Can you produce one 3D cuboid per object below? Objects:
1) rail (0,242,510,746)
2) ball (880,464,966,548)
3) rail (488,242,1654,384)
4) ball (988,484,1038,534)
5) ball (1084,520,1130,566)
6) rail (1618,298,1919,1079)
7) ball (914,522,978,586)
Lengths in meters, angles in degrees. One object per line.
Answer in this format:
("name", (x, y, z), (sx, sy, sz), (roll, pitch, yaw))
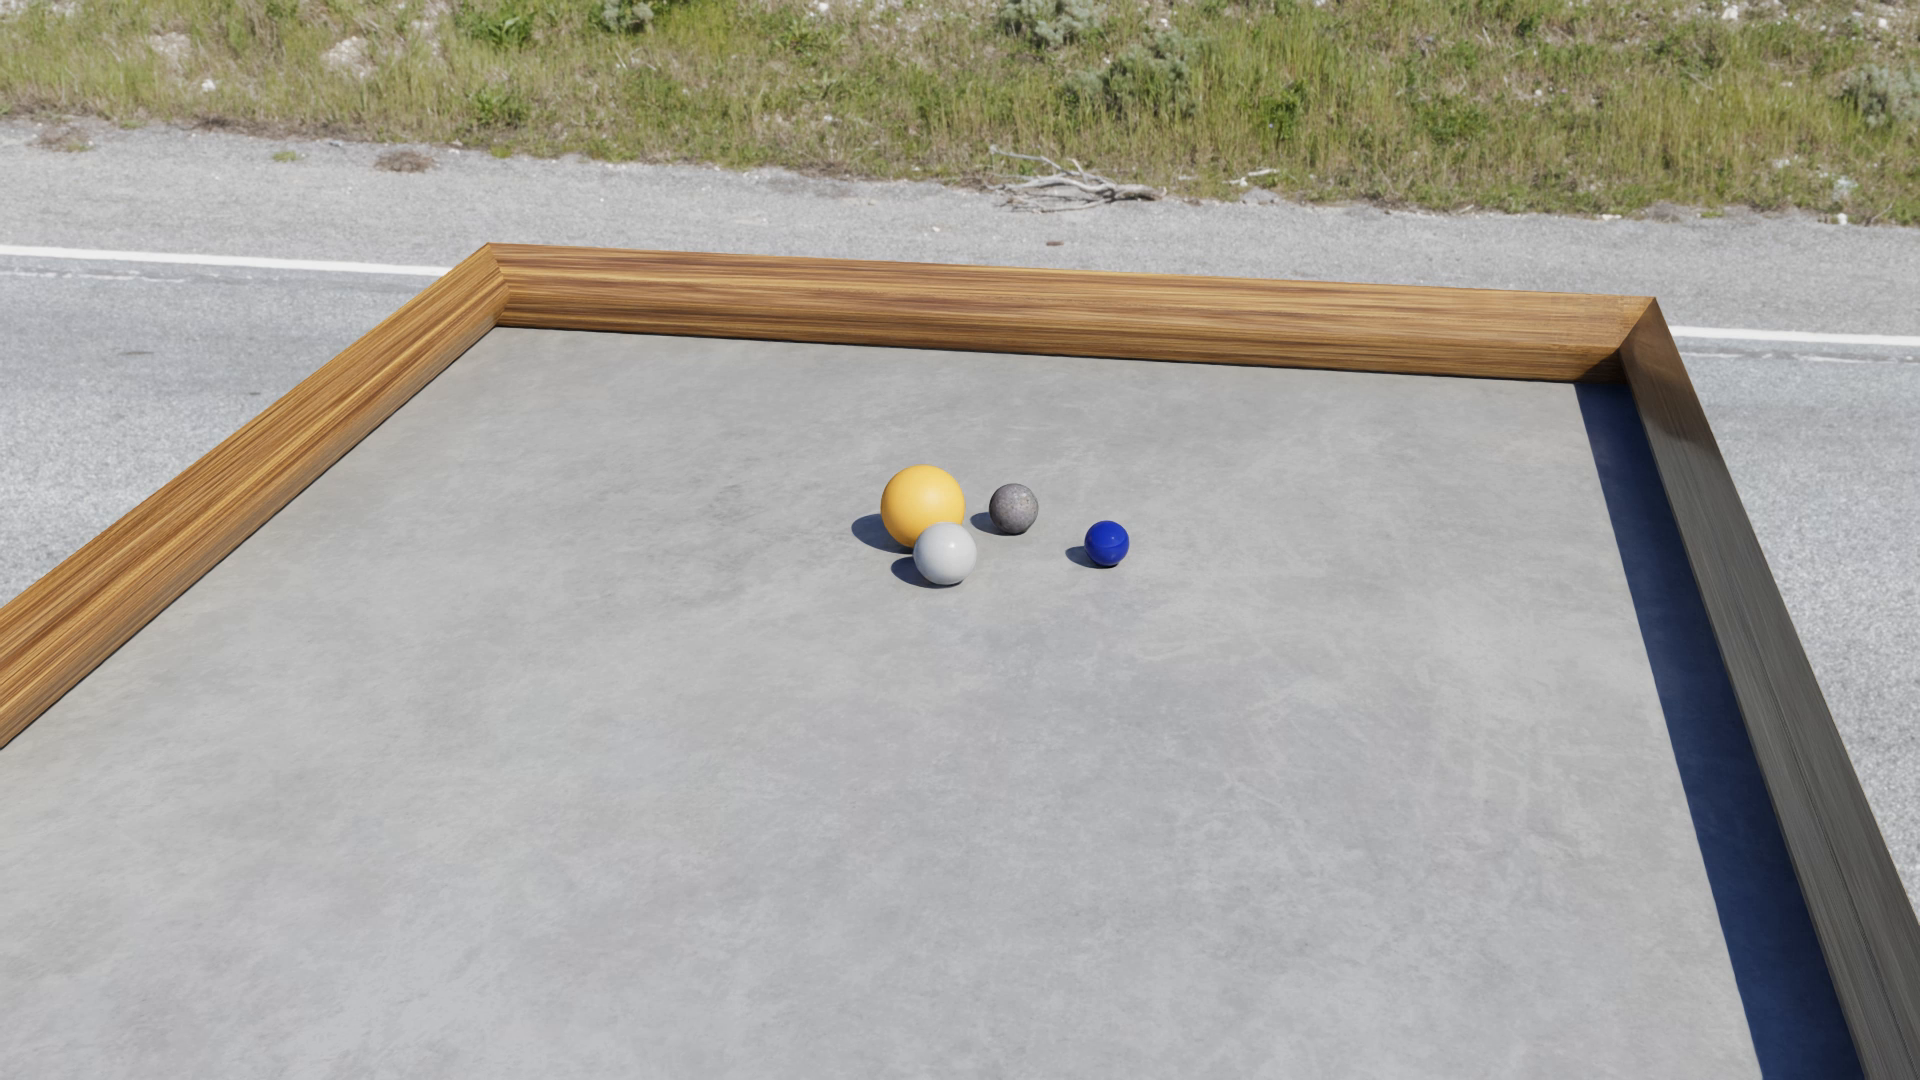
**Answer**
("rail", (-0.871, 0.208, 1.771), (0.045, 0.119, 2.887), (4, 24, 9))
("ball", (-0.040, -0.035, 2.370), (0.092, 0.092, 0.092), (0, 23, 0))
("rail", (0.114, -0.299, 2.942), (1.573, 0.119, 0.045), (4, 24, 9))
("ball", (0.059, -0.035, 2.415), (0.055, 0.055, 0.055), (0, 23, 0))
("ball", (0.156, 0.003, 2.334), (0.049, 0.049, 0.049), (0, 23, 0))
("rail", (0.635, 0.307, 1.542), (0.045, 0.119, 2.887), (4, 24, 9))
("ball", (-0.015, 0.014, 2.288), (0.067, 0.067, 0.067), (0, 23, 0))
